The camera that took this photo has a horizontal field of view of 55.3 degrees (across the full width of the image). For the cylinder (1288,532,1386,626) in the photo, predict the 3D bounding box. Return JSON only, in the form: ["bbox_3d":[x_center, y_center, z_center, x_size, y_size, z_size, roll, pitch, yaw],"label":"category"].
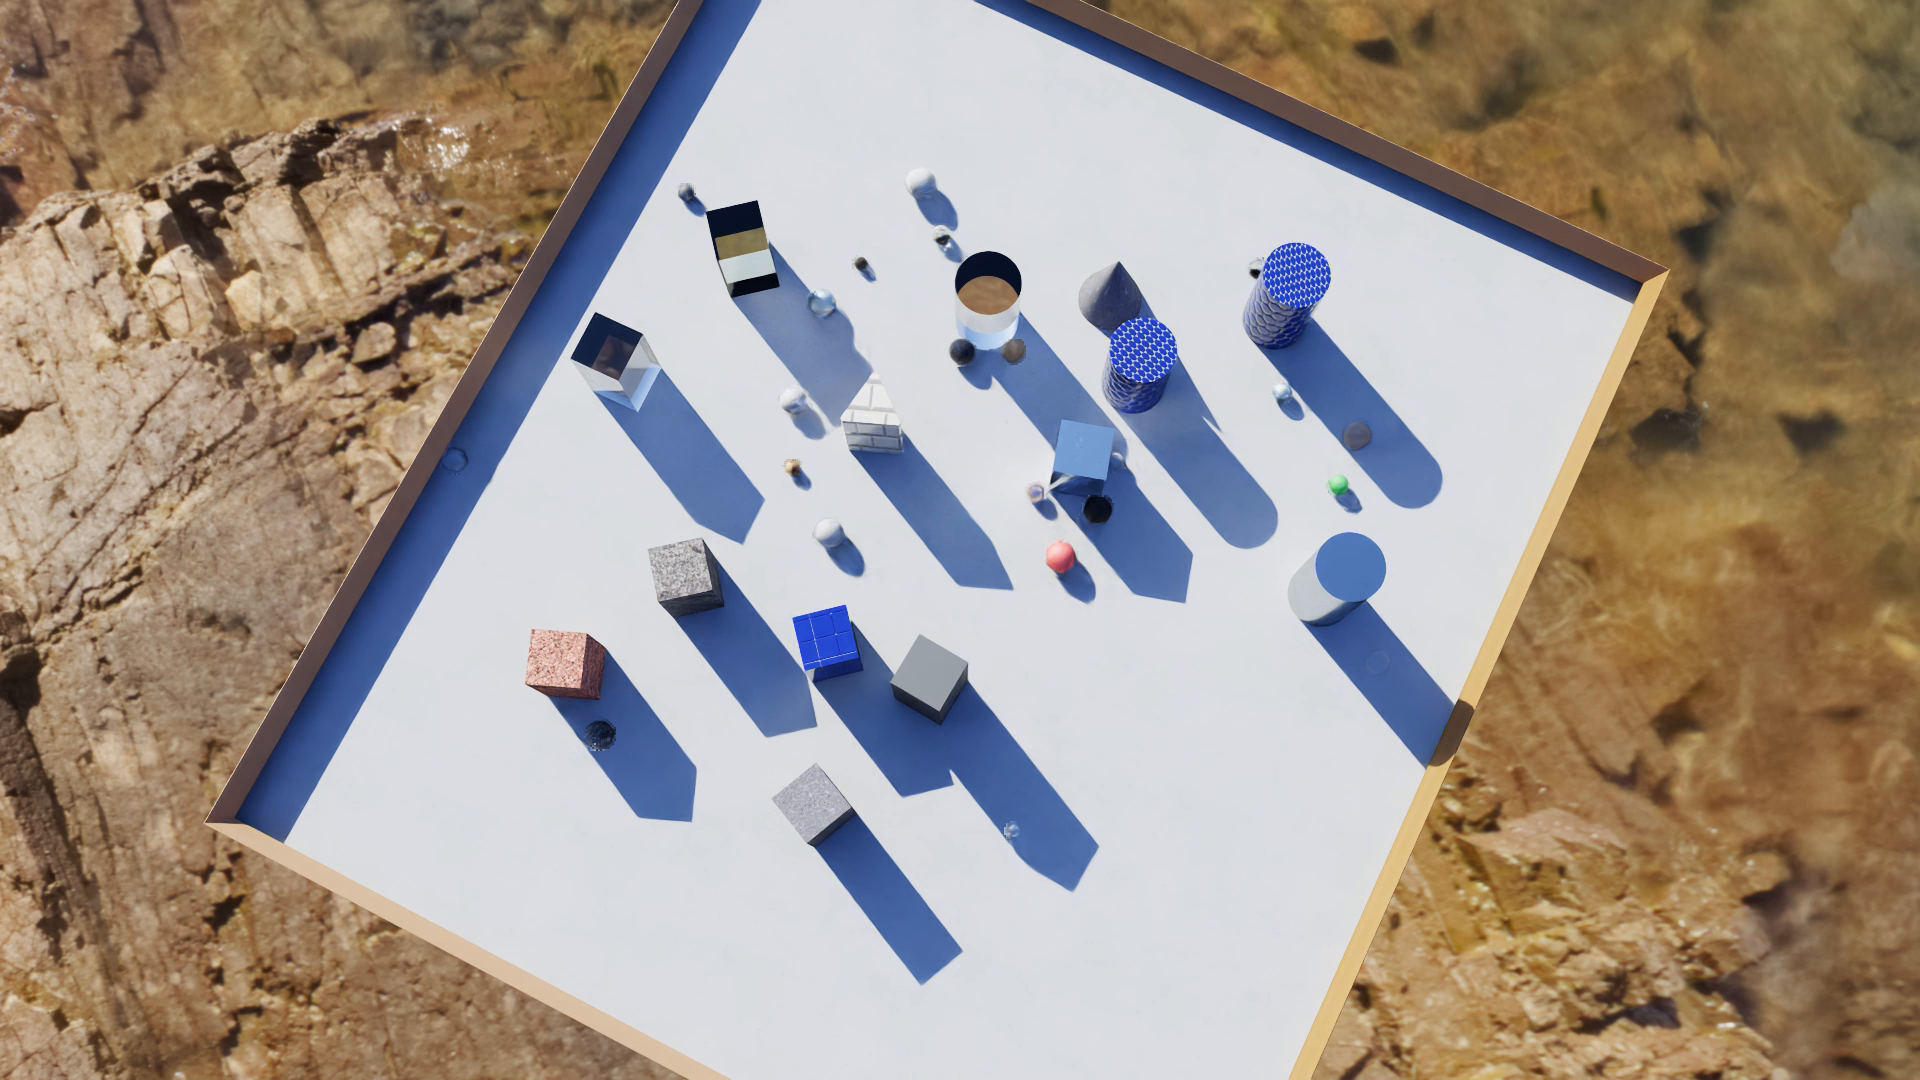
[{"bbox_3d":[1.097,0.121,5.363,0.200,0.448,0.200,0,78,0],"label":"cylinder"}]

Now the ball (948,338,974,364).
[{"bbox_3d":[0.005,-0.587,5.697,0.081,0.081,0.081,0,78,0],"label":"ball"}]

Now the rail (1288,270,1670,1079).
[{"bbox_3d":[1.396,0.690,5.406,0.045,0.130,3.476,26,80,5],"label":"rail"}]

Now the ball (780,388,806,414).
[{"bbox_3d":[-0.515,-0.429,5.664,0.082,0.082,0.082,0,78,0],"label":"ball"}]

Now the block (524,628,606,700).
[{"bbox_3d":[-1.158,0.369,5.393,0.160,0.289,0.160,4,78,1],"label":"block"}]

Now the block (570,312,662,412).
[{"bbox_3d":[-1.040,-0.537,5.556,0.160,0.336,0.160,25,79,5],"label":"block"}]

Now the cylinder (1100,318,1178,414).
[{"bbox_3d":[0.539,-0.524,5.551,0.200,0.341,0.200,0,78,0],"label":"cylinder"}]

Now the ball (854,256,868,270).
[{"bbox_3d":[-0.312,-0.872,5.776,0.041,0.041,0.041,0,78,0],"label":"ball"}]

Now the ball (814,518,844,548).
[{"bbox_3d":[-0.397,-0.020,5.575,0.090,0.090,0.090,0,78,0],"label":"ball"}]

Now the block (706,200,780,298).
[{"bbox_3d":[-0.665,-0.890,5.631,0.160,0.334,0.160,-13,79,-3],"label":"block"}]

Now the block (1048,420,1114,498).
[{"bbox_3d":[0.365,-0.240,5.535,0.160,0.258,0.160,10,78,2],"label":"block"}]

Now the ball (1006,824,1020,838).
[{"bbox_3d":[0.159,0.859,5.417,0.042,0.042,0.042,0,78,0],"label":"ball"}]

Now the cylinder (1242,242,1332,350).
[{"bbox_3d":[0.986,-0.735,5.562,0.200,0.406,0.200,0,78,0],"label":"cylinder"}]

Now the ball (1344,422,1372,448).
[{"bbox_3d":[1.225,-0.323,5.641,0.084,0.084,0.084,0,78,0],"label":"ball"}]

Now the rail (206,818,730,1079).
[{"bbox_3d":[-0.767,1.509,5.237,3.168,0.130,0.045,26,80,5],"label":"rail"}]

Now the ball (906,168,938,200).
[{"bbox_3d":[-0.122,-1.127,5.799,0.100,0.100,0.100,0,78,0],"label":"ball"}]

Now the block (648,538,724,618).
[{"bbox_3d":[-0.811,0.114,5.445,0.160,0.290,0.160,-12,79,-3],"label":"block"}]

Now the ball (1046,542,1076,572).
[{"bbox_3d":[0.305,0.052,5.558,0.093,0.093,0.093,0,78,0],"label":"ball"}]

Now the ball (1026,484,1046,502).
[{"bbox_3d":[0.232,-0.144,5.617,0.057,0.057,0.057,0,78,0],"label":"ball"}]

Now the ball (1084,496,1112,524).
[{"bbox_3d":[0.421,-0.092,5.587,0.086,0.086,0.086,0,78,0],"label":"ball"}]

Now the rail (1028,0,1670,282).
[{"bbox_3d":[0.767,-1.495,5.859,3.168,0.130,0.045,26,80,5],"label":"rail"}]

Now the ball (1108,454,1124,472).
[{"bbox_3d":[0.478,-0.240,5.638,0.056,0.056,0.056,0,78,0],"label":"ball"}]

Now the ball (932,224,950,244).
[{"bbox_3d":[-0.061,-0.965,5.785,0.061,0.061,0.061,0,78,0],"label":"ball"}]

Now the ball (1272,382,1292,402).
[{"bbox_3d":[0.998,-0.458,5.681,0.060,0.060,0.060,0,78,0],"label":"ball"}]

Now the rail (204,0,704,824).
[{"bbox_3d":[-1.396,-0.676,5.689,0.045,0.130,3.476,26,80,5],"label":"rail"}]

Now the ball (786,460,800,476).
[{"bbox_3d":[-0.514,-0.222,5.638,0.049,0.049,0.049,0,78,0],"label":"ball"}]

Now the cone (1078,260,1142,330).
[{"bbox_3d":[0.472,-0.793,5.603,0.200,0.349,0.200,0,78,0],"label":"cone"}]

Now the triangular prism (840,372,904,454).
[{"bbox_3d":[-0.255,-0.384,5.522,0.173,0.340,0.150,5,78,1],"label":"triangular prism"}]

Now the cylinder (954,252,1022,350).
[{"bbox_3d":[0.084,-0.727,5.594,0.200,0.339,0.200,0,78,0],"label":"cylinder"}]

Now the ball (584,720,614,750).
[{"bbox_3d":[-1.073,0.580,5.453,0.086,0.086,0.086,0,78,0],"label":"ball"}]

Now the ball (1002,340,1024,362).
[{"bbox_3d":[0.164,-0.587,5.701,0.070,0.070,0.070,0,78,0],"label":"ball"}]

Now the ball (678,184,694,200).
[{"bbox_3d":[-0.870,-1.103,5.818,0.052,0.052,0.052,0,78,0],"label":"ball"}]

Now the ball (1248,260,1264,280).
[{"bbox_3d":[0.940,-0.849,5.760,0.064,0.064,0.064,0,78,0],"label":"ball"}]

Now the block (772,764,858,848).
[{"bbox_3d":[-0.417,0.769,5.295,0.160,0.317,0.160,-39,81,-7],"label":"block"}]

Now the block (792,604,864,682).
[{"bbox_3d":[-0.388,0.309,5.413,0.160,0.274,0.160,-14,79,-3],"label":"block"}]

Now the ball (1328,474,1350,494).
[{"bbox_3d":[1.162,-0.169,5.620,0.061,0.061,0.061,0,78,0],"label":"ball"}]

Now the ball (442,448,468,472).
[{"bbox_3d":[-1.552,-0.246,5.628,0.078,0.078,0.078,0,78,0],"label":"ball"}]

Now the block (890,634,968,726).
[{"bbox_3d":[-0.086,0.411,5.332,0.160,0.392,0.160,30,80,6],"label":"block"}]

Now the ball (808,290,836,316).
[{"bbox_3d":[-0.432,-0.741,5.726,0.086,0.086,0.086,0,78,0],"label":"ball"}]
